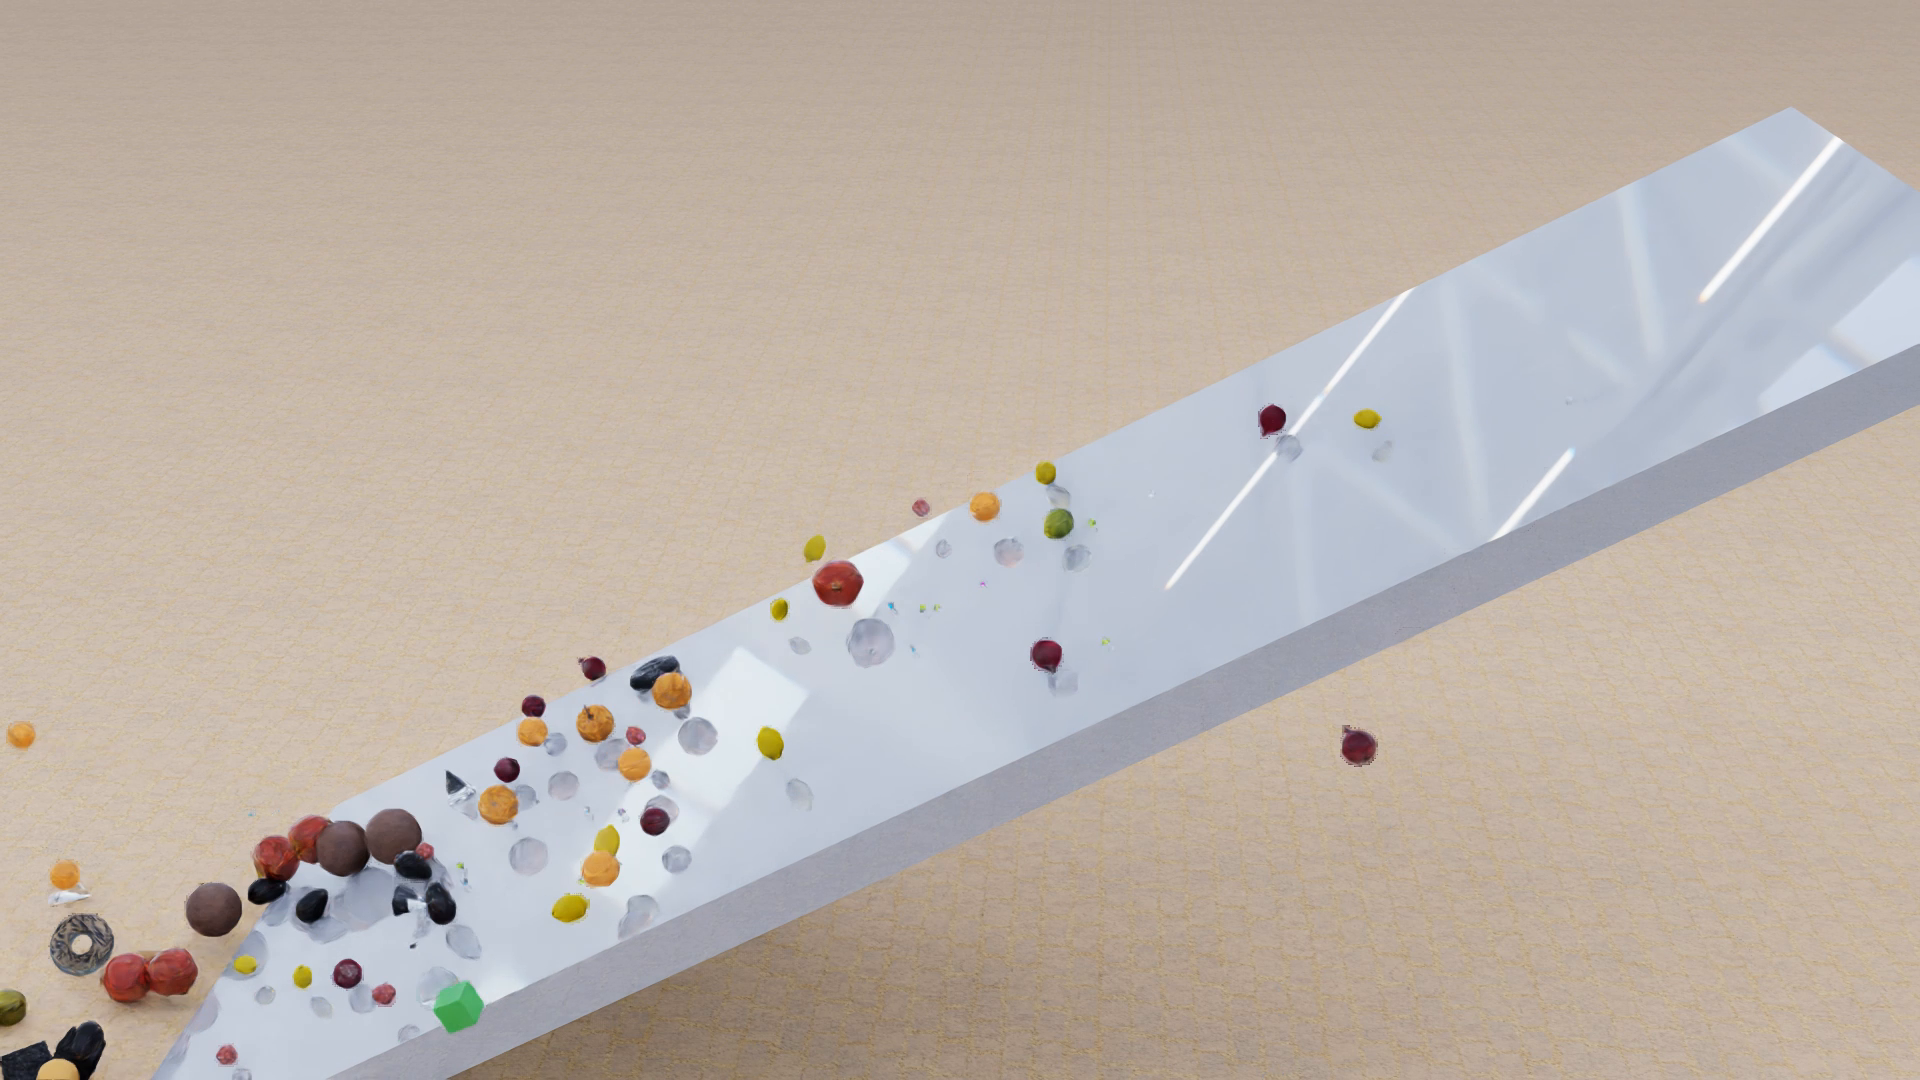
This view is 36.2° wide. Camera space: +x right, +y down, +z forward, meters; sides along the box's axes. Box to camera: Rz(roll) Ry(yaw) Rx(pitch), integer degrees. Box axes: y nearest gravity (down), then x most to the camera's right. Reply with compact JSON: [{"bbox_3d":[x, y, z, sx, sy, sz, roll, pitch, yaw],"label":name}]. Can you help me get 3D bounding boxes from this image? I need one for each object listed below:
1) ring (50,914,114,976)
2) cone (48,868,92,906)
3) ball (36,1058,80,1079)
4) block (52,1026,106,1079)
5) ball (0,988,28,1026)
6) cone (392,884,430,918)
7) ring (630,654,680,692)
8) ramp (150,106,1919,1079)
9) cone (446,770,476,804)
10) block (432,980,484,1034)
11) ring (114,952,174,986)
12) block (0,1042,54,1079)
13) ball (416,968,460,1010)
[{"bbox_3d":[-2.028,0.935,6.791,0.147,0.147,0.049,1,-24,3],"label":"ring"},{"bbox_3d":[-2.174,0.863,7.221,0.095,0.095,0.095,21,4,-31],"label":"cone"},{"bbox_3d":[-1.864,1.115,6.079,0.086,0.086,0.086,0,17,0],"label":"ball"},{"bbox_3d":[-1.890,1.107,6.292,0.080,0.080,0.080,26,20,-3],"label":"block"},{"bbox_3d":[-2.123,1.042,6.558,0.084,0.084,0.084,0,17,0],"label":"ball"},{"bbox_3d":[-1.170,0.778,6.315,0.072,0.072,0.072,5,17,15],"label":"cone"},{"bbox_3d":[-0.739,0.322,7.120,0.131,0.044,0.131,-26,15,7],"label":"ring"},{"bbox_3d":[0.139,0.168,6.281,4.000,0.100,2.000,-26,14,10],"label":"ramp"},{"bbox_3d":[-1.209,0.579,7.021,0.076,0.076,0.076,-26,14,7],"label":"cone"},{"bbox_3d":[-0.934,0.869,5.479,0.061,0.061,0.061,-22,24,18],"label":"block"},{"bbox_3d":[-1.887,0.989,6.800,0.134,0.045,0.134,0,16,0],"label":"ring"},{"bbox_3d":[-1.944,1.132,6.165,0.097,0.097,0.097,-19,45,-25],"label":"block"},{"bbox_3d":[-0.991,0.853,5.592,0.081,0.081,0.081,0,17,0],"label":"ball"}]
